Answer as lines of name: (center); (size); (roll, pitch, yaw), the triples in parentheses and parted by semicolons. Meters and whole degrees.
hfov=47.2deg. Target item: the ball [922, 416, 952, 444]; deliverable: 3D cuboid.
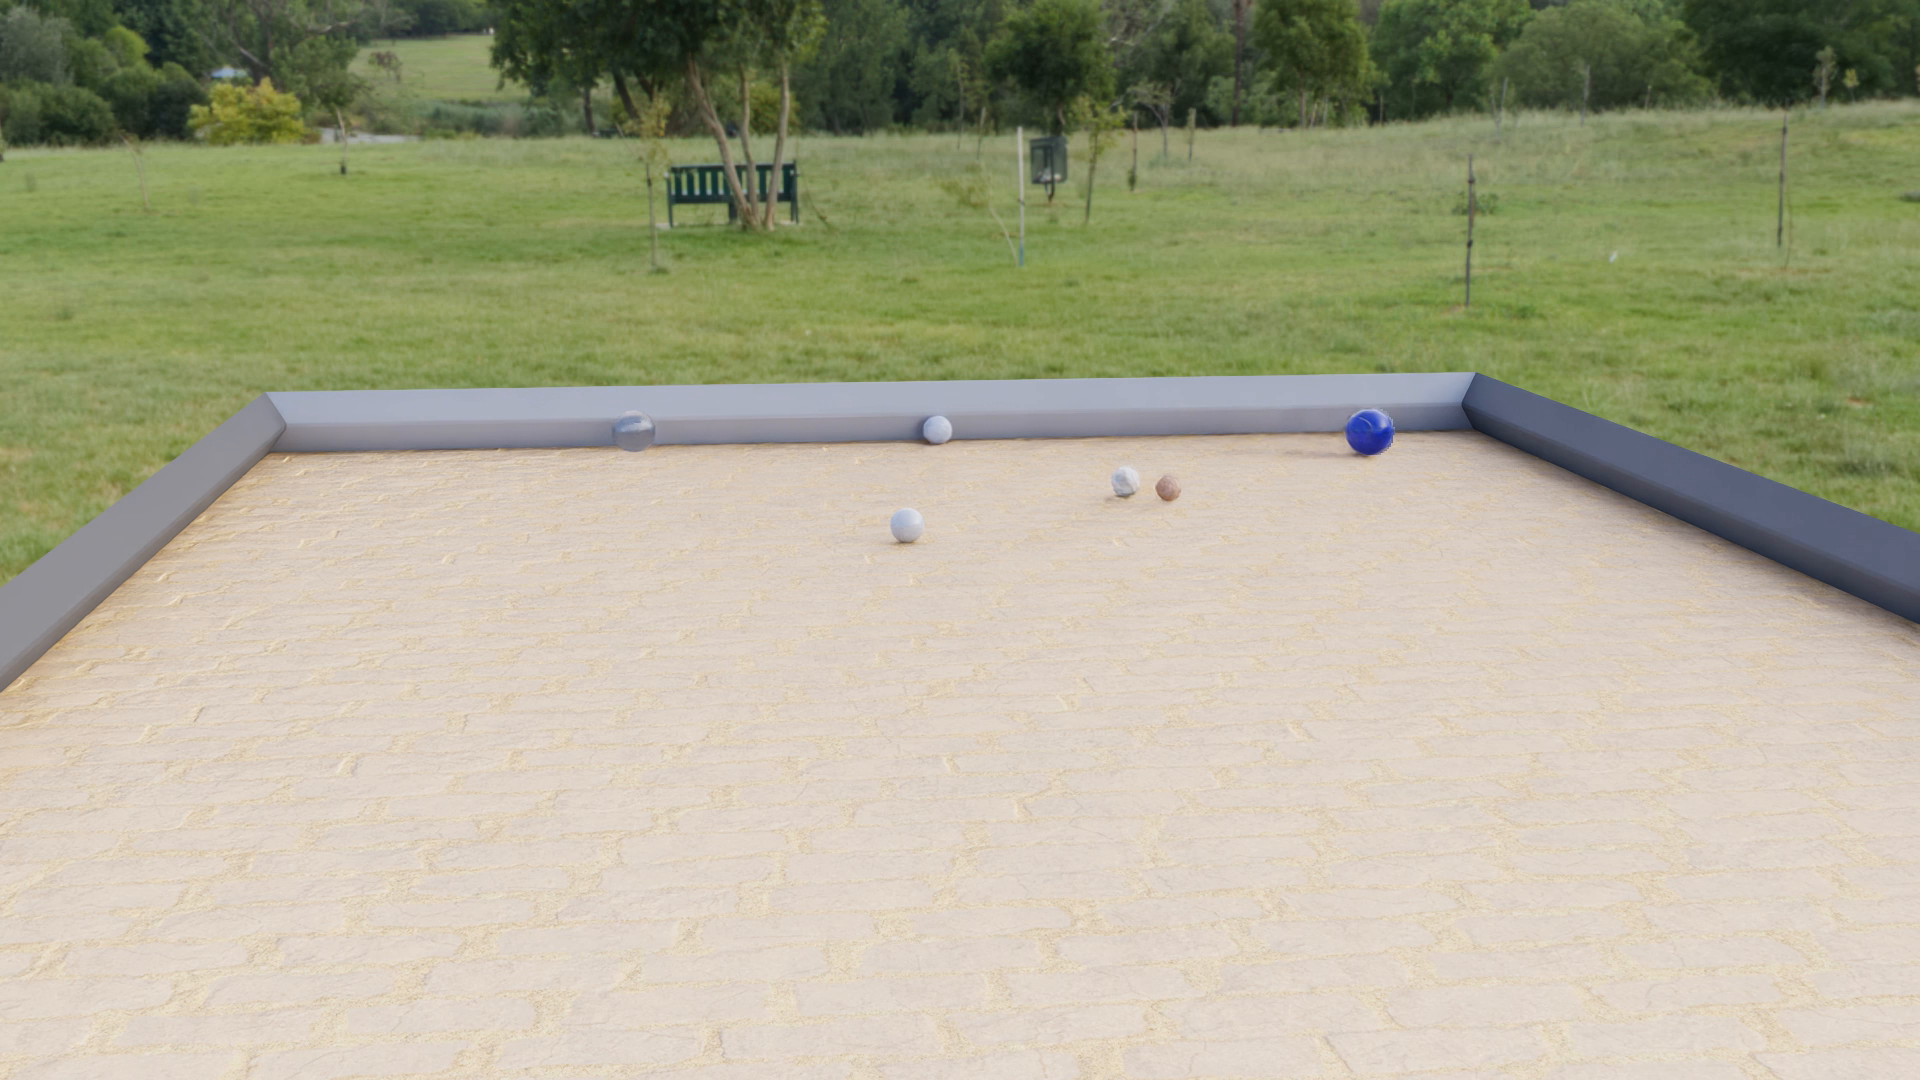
ball: (-0.044, -0.212, 4.247); (0.056, 0.056, 0.056); (0, 12, 0)

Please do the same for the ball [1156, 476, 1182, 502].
ball: (0.349, -0.086, 3.674); (0.043, 0.043, 0.043); (0, 12, 0)

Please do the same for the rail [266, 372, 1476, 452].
rail: (-0.132, -0.247, 4.267); (2.366, 0.114, 0.045); (-1, 12, -7)

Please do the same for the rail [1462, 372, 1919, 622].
rail: (1.286, 0.165, 2.286); (0.045, 0.114, 4.411); (-1, 12, -7)

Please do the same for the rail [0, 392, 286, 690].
rail: (-1.016, 0.223, 2.008); (0.045, 0.114, 4.411); (-1, 12, -7)

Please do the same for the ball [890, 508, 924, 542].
ball: (-0.080, -0.022, 3.340); (0.053, 0.053, 0.053); (0, 12, 0)

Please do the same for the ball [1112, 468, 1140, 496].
ball: (0.280, -0.098, 3.714); (0.049, 0.049, 0.049); (0, 12, 0)

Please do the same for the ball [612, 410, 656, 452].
ball: (-0.616, -0.205, 4.154); (0.080, 0.080, 0.080); (0, 12, 0)

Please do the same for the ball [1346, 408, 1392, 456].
ball: (0.766, -0.203, 4.122); (0.087, 0.087, 0.087); (0, 12, 0)
